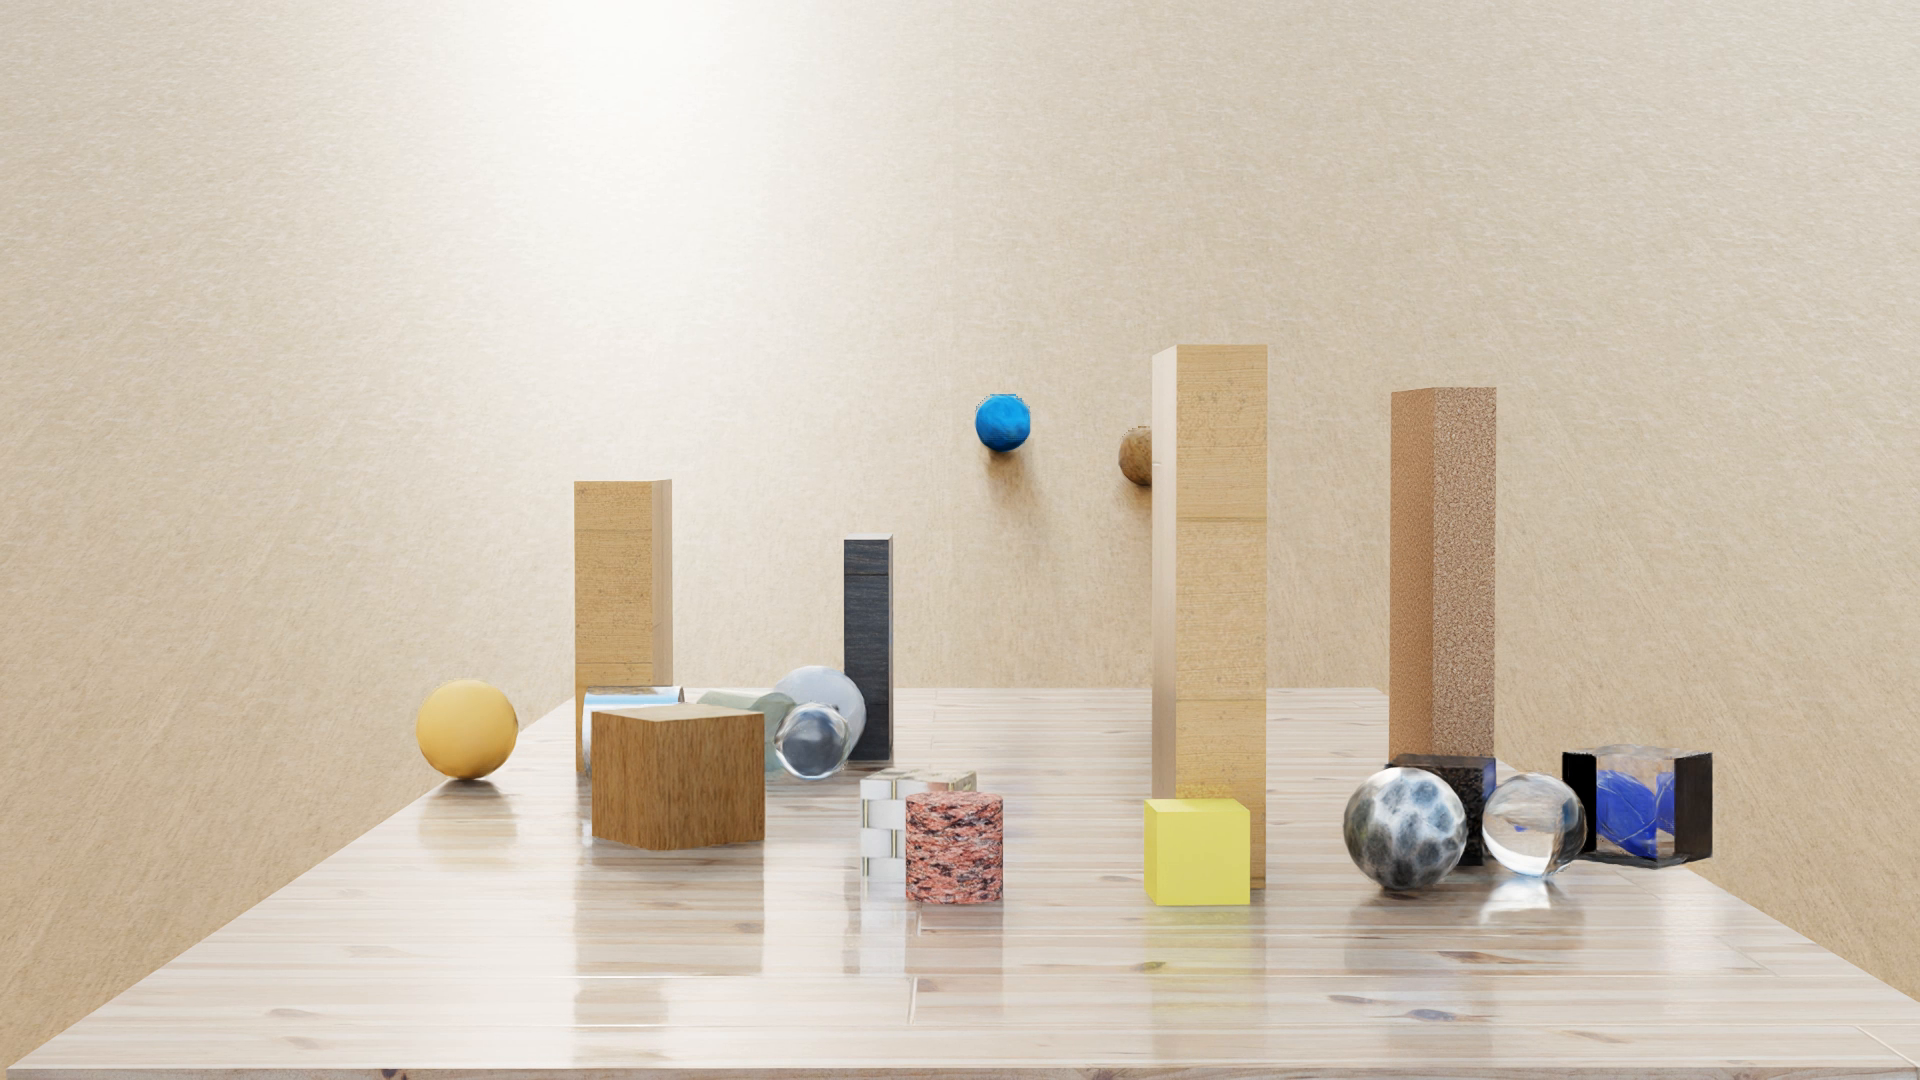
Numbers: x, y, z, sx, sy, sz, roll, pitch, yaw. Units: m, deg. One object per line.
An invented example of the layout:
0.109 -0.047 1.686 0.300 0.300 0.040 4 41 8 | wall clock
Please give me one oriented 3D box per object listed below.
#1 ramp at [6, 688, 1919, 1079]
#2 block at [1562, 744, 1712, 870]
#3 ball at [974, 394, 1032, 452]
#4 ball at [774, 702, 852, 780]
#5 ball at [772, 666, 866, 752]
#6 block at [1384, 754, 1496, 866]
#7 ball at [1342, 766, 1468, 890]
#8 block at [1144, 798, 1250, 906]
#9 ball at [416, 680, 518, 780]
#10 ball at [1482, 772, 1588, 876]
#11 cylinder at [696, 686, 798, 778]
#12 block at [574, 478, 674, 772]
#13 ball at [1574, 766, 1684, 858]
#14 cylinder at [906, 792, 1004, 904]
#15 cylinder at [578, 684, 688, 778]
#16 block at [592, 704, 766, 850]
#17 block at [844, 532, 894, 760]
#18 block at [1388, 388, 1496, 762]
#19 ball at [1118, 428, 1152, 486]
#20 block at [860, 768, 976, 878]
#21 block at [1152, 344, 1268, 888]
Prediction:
0.055 0.499 4.546 2.000 0.100 4.000 0 2 0 | ramp
1.009 0.395 3.839 0.158 0.158 0.158 -2 3 -45 | block
0.138 -0.373 8.228 0.181 0.181 0.181 0 24 0 | ball
-0.271 0.371 4.743 0.142 0.142 0.142 0 24 0 | ball
-0.277 0.337 4.953 0.193 0.193 0.193 0 24 0 | ball
0.719 0.402 3.850 0.143 0.143 0.143 1 2 19 | block
0.616 0.399 3.563 0.170 0.170 0.170 0 24 0 | ball
0.322 0.424 3.508 0.125 0.125 0.125 0 2 -4 | block
-0.908 0.349 4.748 0.185 0.185 0.185 0 24 0 | ball
0.820 0.406 3.677 0.148 0.148 0.148 0 24 0 | ball
-0.399 0.359 4.828 0.159 0.159 0.159 -23 17 -41 | cylinder
-0.653 0.157 5.031 0.146 0.549 0.351 0 2 0 | block
1.190 0.504 4.599 0.198 0.198 0.198 0 24 0 | ball
-0.008 0.419 3.522 0.134 0.134 0.134 0 2 0 | cylinder
-0.602 0.355 4.777 0.171 0.171 0.171 -4 24 6 | cylinder
-0.443 0.368 4.043 0.197 0.197 0.197 -2 3 -37 | block
-0.183 0.208 5.213 0.088 0.432 0.366 0 2 0 | block
0.766 0.112 4.112 0.094 0.703 0.392 0 2 0 | block
0.580 -0.256 7.965 0.182 0.182 0.182 0 24 0 | ball
-0.059 0.409 3.733 0.138 0.138 0.138 0 2 14 | block
0.361 0.099 3.783 0.125 0.754 0.440 0 2 0 | block
